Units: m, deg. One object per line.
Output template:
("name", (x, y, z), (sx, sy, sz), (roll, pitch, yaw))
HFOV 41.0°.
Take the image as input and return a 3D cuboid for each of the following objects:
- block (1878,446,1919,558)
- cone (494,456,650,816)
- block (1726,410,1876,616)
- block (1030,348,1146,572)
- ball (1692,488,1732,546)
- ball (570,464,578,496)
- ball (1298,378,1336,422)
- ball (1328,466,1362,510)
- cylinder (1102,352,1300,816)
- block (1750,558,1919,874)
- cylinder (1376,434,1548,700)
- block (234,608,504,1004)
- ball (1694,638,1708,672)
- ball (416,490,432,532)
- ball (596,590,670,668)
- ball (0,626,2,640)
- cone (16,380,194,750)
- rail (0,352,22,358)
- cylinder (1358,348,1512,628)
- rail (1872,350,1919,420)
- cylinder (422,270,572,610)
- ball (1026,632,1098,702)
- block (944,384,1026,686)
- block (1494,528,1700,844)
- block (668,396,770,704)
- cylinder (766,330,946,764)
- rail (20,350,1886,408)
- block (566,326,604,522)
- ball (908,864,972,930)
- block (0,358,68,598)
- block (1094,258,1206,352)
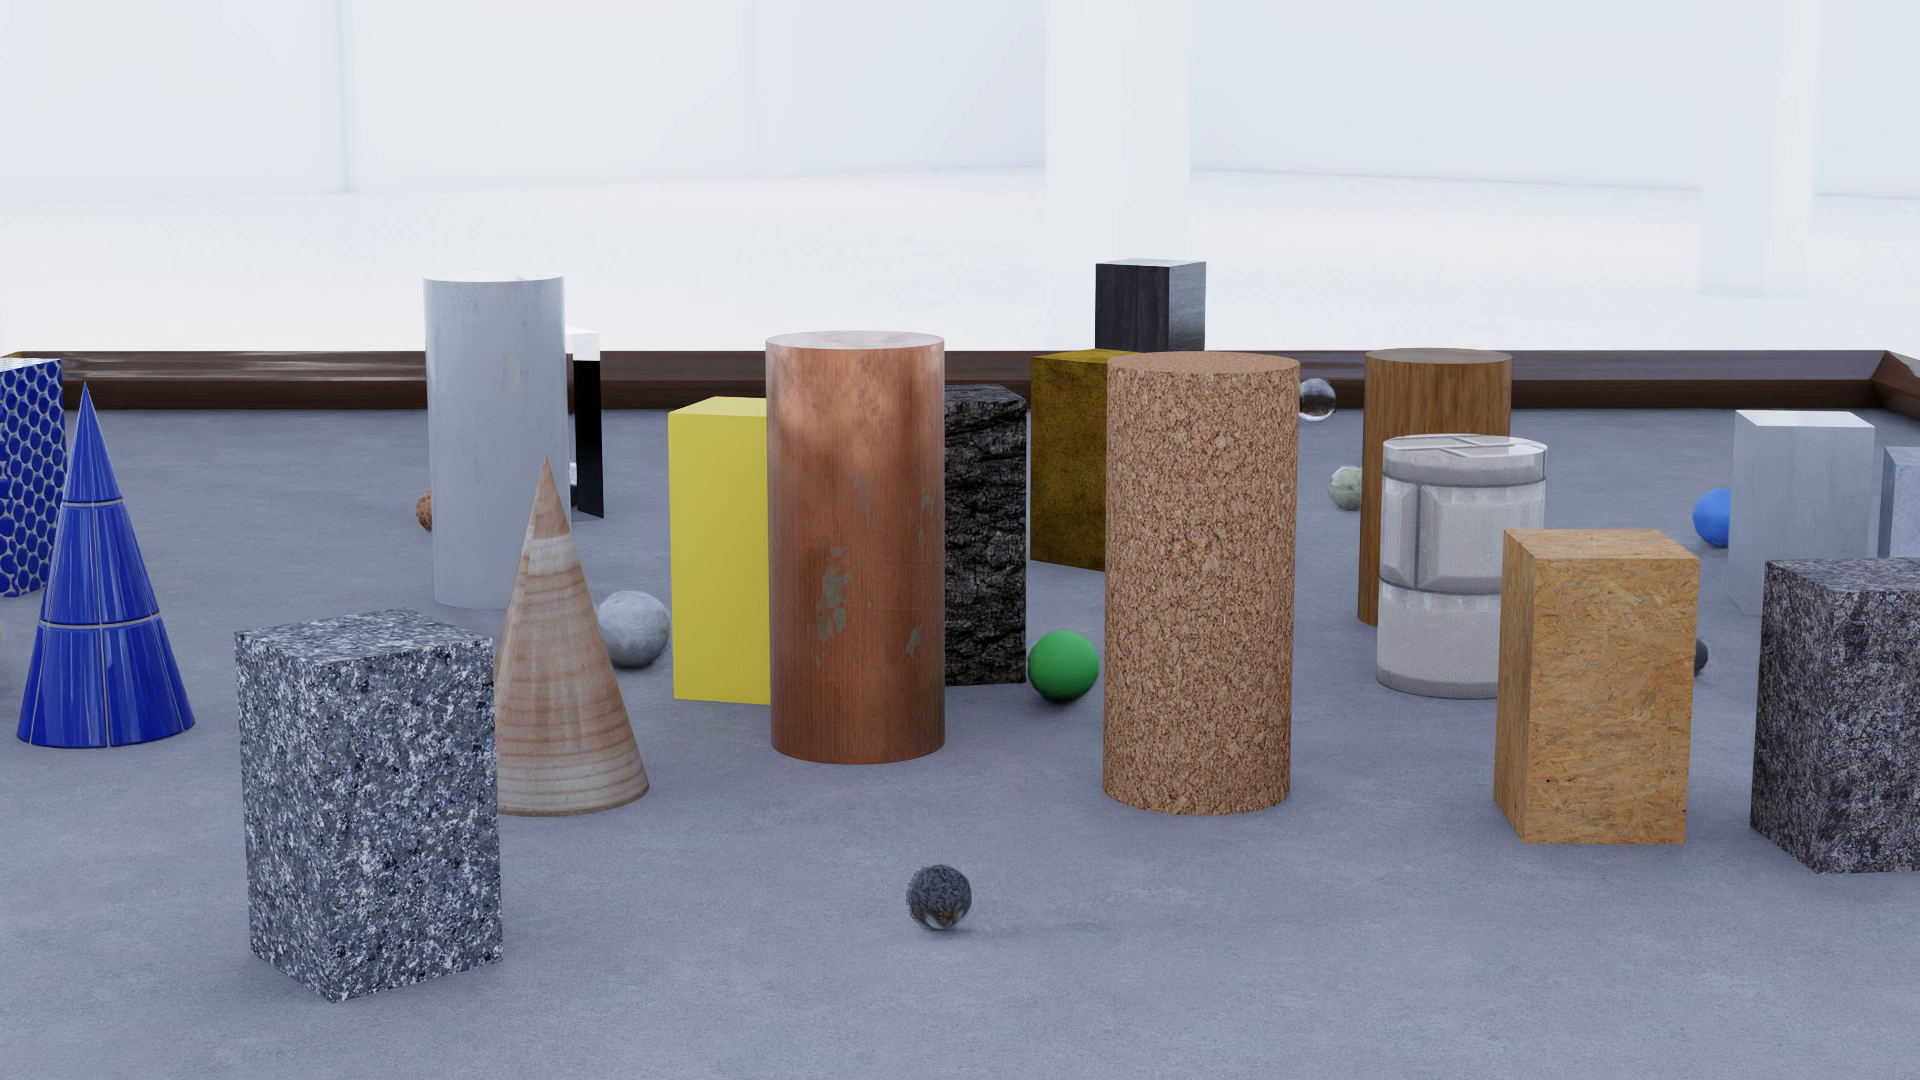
("block", (1.216, 0.022, 3.157), (0.151, 0.251, 0.151), (3, 11, 14))
("cone", (-0.410, 0.083, 2.569), (0.189, 0.346, 0.189), (0, 11, 0))
("block", (1.132, -0.038, 3.465), (0.151, 0.255, 0.151), (1, 11, 6))
("block", (0.210, -0.120, 3.780), (0.151, 0.302, 0.151), (9, 14, 40))
("ball", (1.160, -0.035, 3.901), (0.089, 0.089, 0.089), (0, 11, 0))
("ball", (-0.677, -0.100, 4.293), (0.075, 0.075, 0.075), (0, 11, 0))
("ball", (0.727, -0.287, 5.260), (0.088, 0.088, 0.088), (0, 11, 0))
("ball", (0.642, -0.086, 4.221), (0.072, 0.072, 0.072), (0, 11, 0))
("cylinder", (0.240, 0.039, 2.565), (0.189, 0.435, 0.189), (0, 11, 0))
("block", (0.846, 0.160, 2.388), (0.151, 0.261, 0.151), (-1, 11, -6))
("cylinder", (0.592, 0.028, 3.033), (0.189, 0.284, 0.189), (0, 11, 0))
("block", (-0.481, 0.210, 2.090), (0.151, 0.272, 0.151), (-8, 14, -38))
("ball", (0.881, 0.138, 3.098), (0.044, 0.044, 0.044), (0, 11, 0))
("ball", (-0.811, -0.046, 4.005), (0.074, 0.074, 0.074), (0, 11, 0))
("ball", (-0.400, 0.108, 3.123), (0.094, 0.094, 0.094), (0, 11, 0))
("ball", (-1.210, 0.113, 3.116), (0.087, 0.087, 0.087), (0, 11, 0))
("cone", (-0.945, 0.018, 2.806), (0.189, 0.387, 0.189), (0, 11, 0))
("rail", (-1.957, 0.034, 3.438), (0.045, 0.123, 4.065), (0, 11, 0))
("cylinder", (0.622, -0.068, 3.367), (0.189, 0.350, 0.189), (0, 11, 0))
("rail", (1.957, 0.030, 3.460), (0.045, 0.123, 4.065), (0, 11, 0))
("cylinder", (-0.630, -0.140, 3.507), (0.189, 0.441, 0.189), (0, 11, 0))
("ball", (0.118, 0.146, 2.952), (0.082, 0.082, 0.082), (0, 11, 0))
("block", (-0.011, -0.008, 3.076), (0.151, 0.339, 0.151), (-2, 11, -11))
("block", (0.609, 0.138, 2.469), (0.151, 0.274, 0.151), (0, 11, 1))
("block", (-0.239, 0.010, 2.996), (0.151, 0.333, 0.151), (3, 11, 15))
("cylinder", (-0.111, 0.004, 2.745), (0.189, 0.438, 0.189), (0, 11, 0))
("rail", (-0.012, -0.337, 5.424), (3.961, 0.123, 0.045), (0, 11, 0))
("block", (-0.680, -0.186, 4.134), (0.151, 0.302, 0.151), (-7, 13, -35))
("ball", (-0.017, 0.304, 2.182), (0.054, 0.054, 0.054), (0, 11, 0))
("block", (-1.359, -0.091, 3.593), (0.151, 0.313, 0.151), (2, 11, 12))
("block", (0.352, -0.332, 4.751), (0.151, 0.363, 0.151), (6, 12, 31))
